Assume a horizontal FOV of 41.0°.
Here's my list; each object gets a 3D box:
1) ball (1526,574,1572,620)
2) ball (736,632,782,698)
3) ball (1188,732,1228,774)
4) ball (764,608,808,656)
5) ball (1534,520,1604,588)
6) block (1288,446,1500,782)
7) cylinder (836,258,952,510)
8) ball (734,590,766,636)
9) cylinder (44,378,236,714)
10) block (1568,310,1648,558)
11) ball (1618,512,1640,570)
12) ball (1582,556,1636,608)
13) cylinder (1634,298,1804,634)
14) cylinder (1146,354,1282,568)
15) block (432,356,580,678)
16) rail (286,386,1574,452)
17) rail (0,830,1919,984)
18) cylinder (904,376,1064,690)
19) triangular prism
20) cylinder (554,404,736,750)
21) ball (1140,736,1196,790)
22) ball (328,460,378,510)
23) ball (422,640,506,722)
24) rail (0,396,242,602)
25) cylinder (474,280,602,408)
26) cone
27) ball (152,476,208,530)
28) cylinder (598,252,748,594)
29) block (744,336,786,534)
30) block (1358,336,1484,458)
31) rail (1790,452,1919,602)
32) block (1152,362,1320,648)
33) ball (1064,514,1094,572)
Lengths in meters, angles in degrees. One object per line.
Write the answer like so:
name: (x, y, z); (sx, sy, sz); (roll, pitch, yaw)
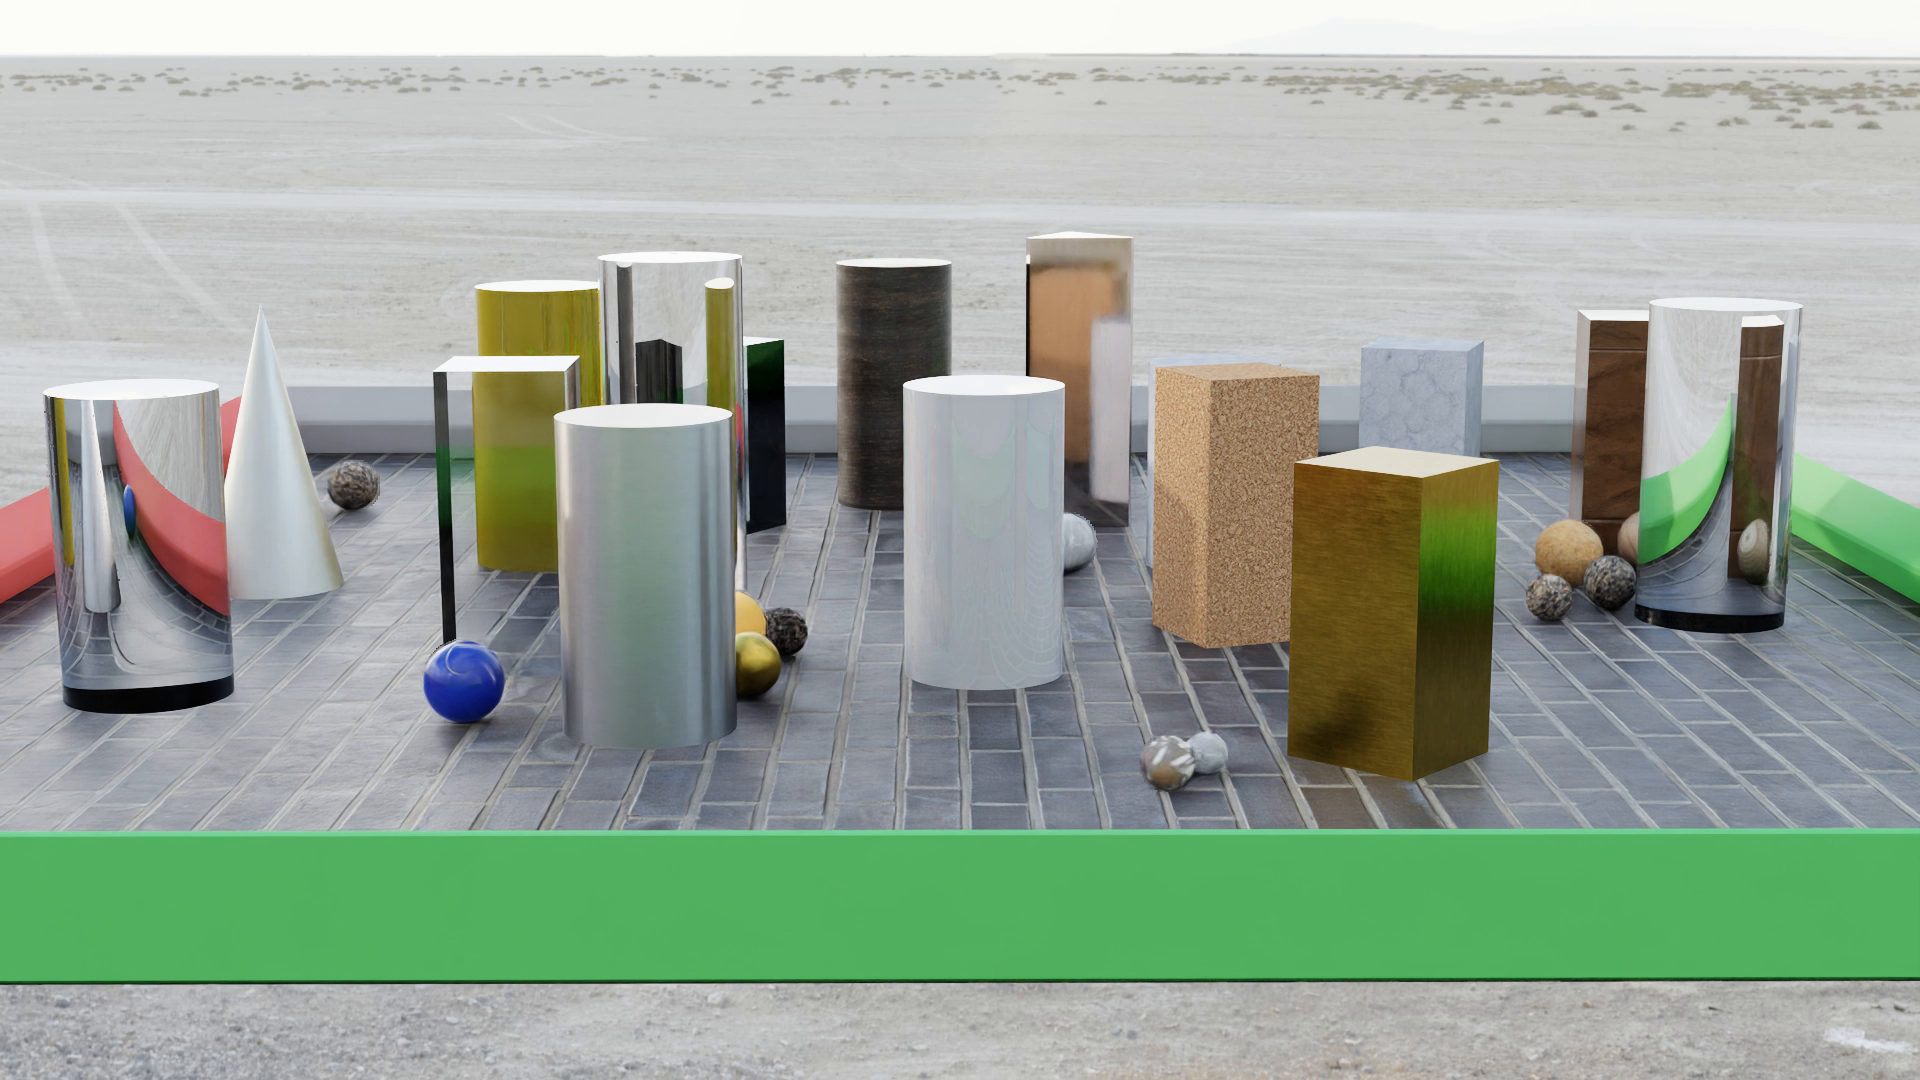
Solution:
ball: (0.779, 0.076, 3.395); (0.061, 0.061, 0.061); (0, 11, 0)
ball: (-0.246, 0.145, 2.983); (0.076, 0.076, 0.076); (0, 11, 0)
ball: (0.255, 0.221, 2.658); (0.045, 0.045, 0.045); (0, 11, 0)
ball: (-0.220, 0.114, 3.189); (0.061, 0.061, 0.061); (0, 11, 0)
ball: (0.856, 0.020, 3.604); (0.095, 0.095, 0.095); (0, 11, 0)
block: (0.457, 0.073, 2.712); (0.154, 0.316, 0.154); (9, 14, 40)
cylinder: (-0.109, -0.263, 4.287); (0.192, 0.400, 0.192); (0, 11, 0)
ball: (-0.283, 0.107, 3.140); (0.092, 0.092, 0.092); (0, 11, 0)
cylinder: (-0.948, 0.003, 2.969); (0.192, 0.359, 0.192); (0, 11, 0)
block: (0.997, -0.153, 3.808); (0.154, 0.360, 0.154); (1, 11, 7)
ball: (0.997, 0.002, 3.706); (0.093, 0.093, 0.093); (0, 11, 0)
ball: (0.878, 0.057, 3.467); (0.072, 0.072, 0.072); (0, 11, 0)
cylinder: (0.995, -0.102, 3.374); (0.192, 0.417, 0.192); (0, 11, 0)
cylinder: (0.370, -0.112, 3.755); (0.192, 0.299, 0.192); (0, 11, 0)
block: (-0.544, -0.031, 3.123); (0.154, 0.370, 0.154); (0, 11, -2)
rail: (-0.008, -0.224, 4.829); (2.625, 0.125, 0.045); (0, 11, 0)
rail: (0.008, 0.289, 2.069); (2.625, 0.125, 0.045); (0, 11, 0)
cylinder: (0.029, -0.013, 3.081); (0.192, 0.350, 0.192); (0, 11, 0)
triangular prism: (0.182, -0.259, 4.107); (0.167, 0.458, 0.144); (-1, 11, -5)
cylinder: (-0.344, 0.036, 2.820); (0.192, 0.349, 0.192); (0, 11, 0)
ball: (0.211, 0.226, 2.601); (0.056, 0.056, 0.056); (0, 11, 0)
ball: (-1.001, -0.090, 4.228); (0.081, 0.081, 0.081); (0, 11, 0)
ball: (-0.555, 0.158, 2.869); (0.091, 0.091, 0.091); (0, 11, 0)
rail: (-1.289, 0.033, 3.442); (0.045, 0.125, 2.854); (0, 11, 0)
cylinder: (-0.621, -0.179, 3.837); (0.192, 0.401, 0.192); (0, 11, 0)
cone: (-0.968, -0.132, 3.588); (0.192, 0.399, 0.192); (0, 11, 0)
ball: (-1.231, -0.058, 4.053); (0.084, 0.084, 0.084); (0, 11, 0)
cylinder: (-0.387, -0.146, 3.469); (0.192, 0.471, 0.192); (0, 11, 0)
block: (-0.383, -0.166, 4.052); (0.154, 0.297, 0.154); (6, 12, 30)
block: (0.685, -0.134, 3.819); (0.154, 0.318, 0.154); (4, 11, 20)
rail: (1.289, 0.031, 3.456); (0.045, 0.125, 2.854); (0, 11, 0)
block: (0.352, -0.048, 3.299); (0.154, 0.340, 0.154); (-4, 11, -22)
ball: (0.153, 0.004, 3.717); (0.084, 0.084, 0.084); (0, 11, 0)
